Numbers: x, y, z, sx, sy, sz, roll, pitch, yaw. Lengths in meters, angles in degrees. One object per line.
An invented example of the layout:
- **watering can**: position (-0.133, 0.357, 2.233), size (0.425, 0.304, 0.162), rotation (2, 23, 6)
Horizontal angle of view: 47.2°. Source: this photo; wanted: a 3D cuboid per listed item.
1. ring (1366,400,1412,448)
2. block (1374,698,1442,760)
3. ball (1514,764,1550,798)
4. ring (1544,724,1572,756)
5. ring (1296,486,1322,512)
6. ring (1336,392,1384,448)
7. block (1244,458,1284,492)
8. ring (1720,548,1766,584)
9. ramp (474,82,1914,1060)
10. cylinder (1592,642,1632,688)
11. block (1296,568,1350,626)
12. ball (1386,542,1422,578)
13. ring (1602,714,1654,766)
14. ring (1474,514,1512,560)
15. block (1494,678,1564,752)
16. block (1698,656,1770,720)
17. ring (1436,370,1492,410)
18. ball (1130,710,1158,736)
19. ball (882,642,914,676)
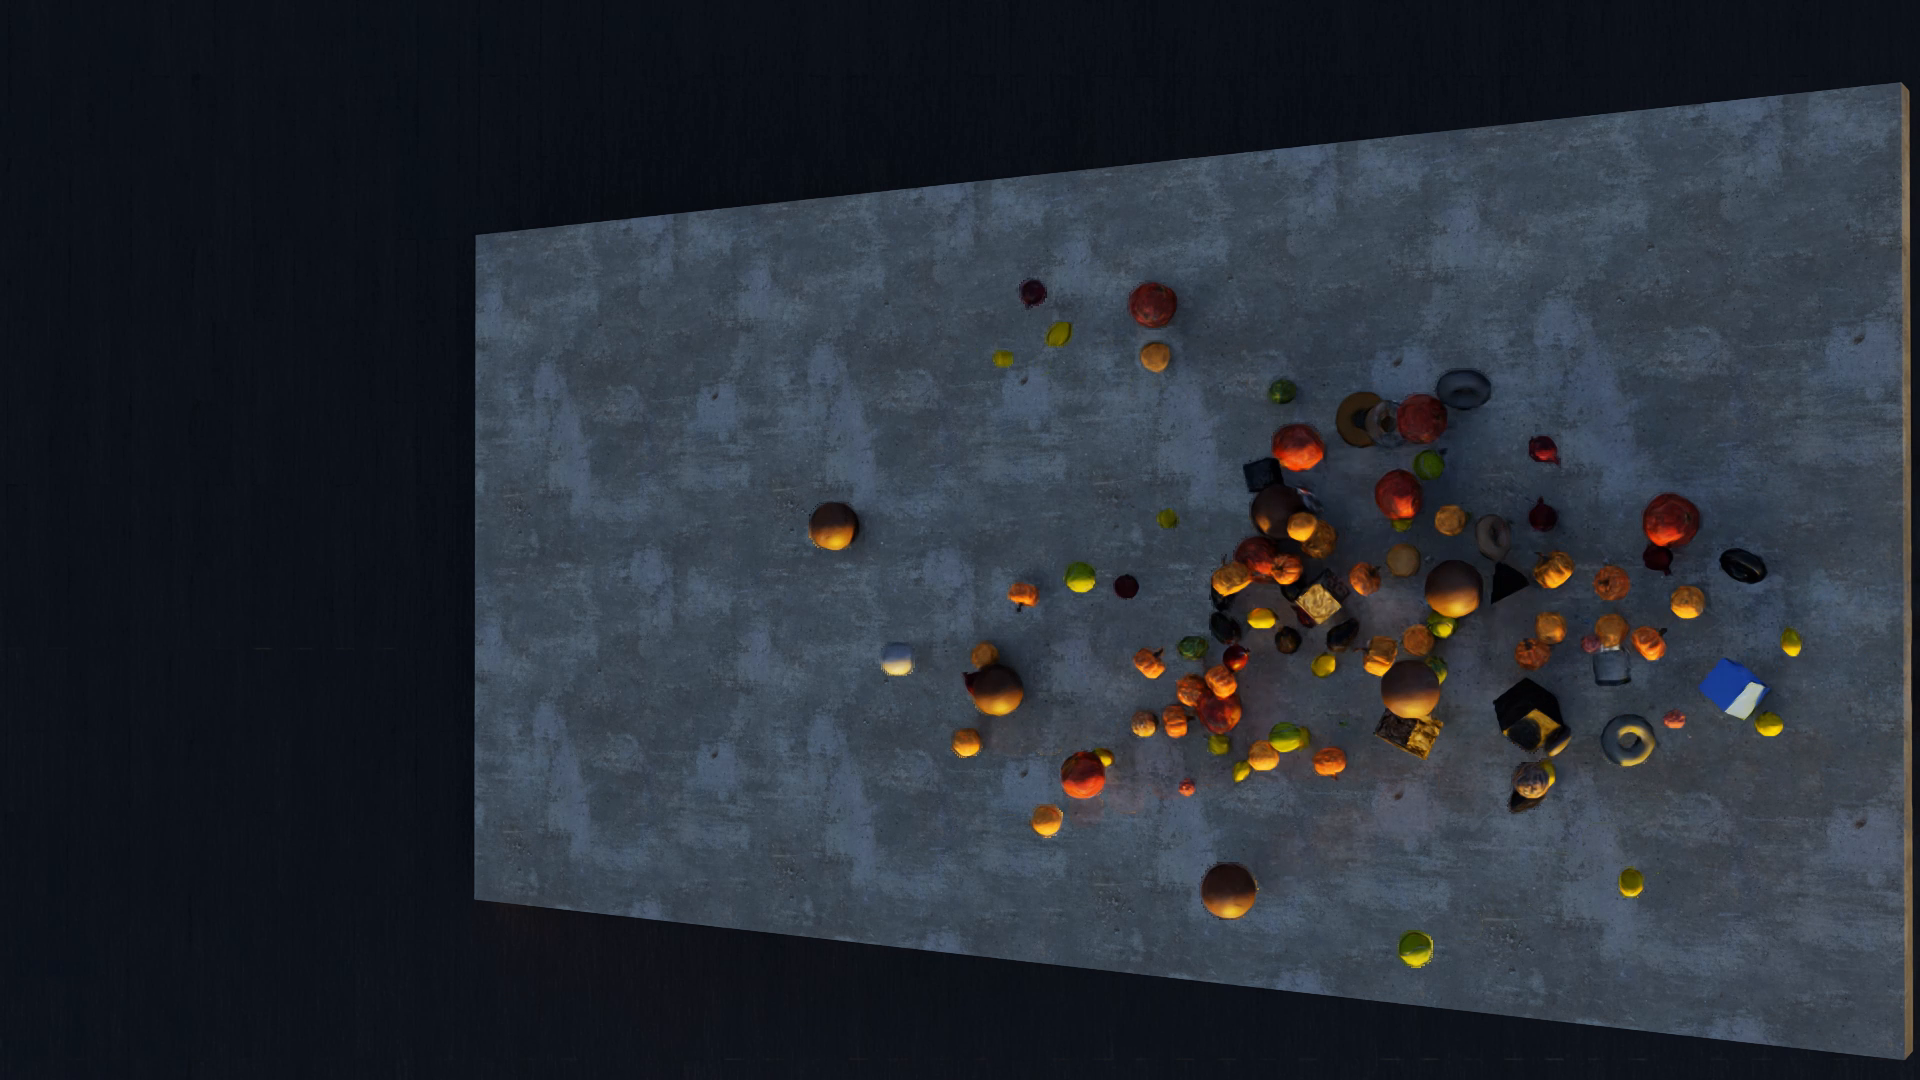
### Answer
- **ring**: position (0.982, -0.265, 5.038), size (0.111, 0.037, 0.111), rotation (1, 84, -5)
- **block**: position (1.011, 0.426, 4.960), size (0.092, 0.092, 0.092), rotation (29, 87, -42)
- **ball**: position (1.247, 0.526, 4.798), size (0.077, 0.077, 0.077), rotation (0, 89, 0)
- **ring**: position (1.312, 0.439, 4.823), size (0.026, 0.078, 0.078), rotation (34, 90, 0)
- **ring**: position (0.802, -0.095, 5.059), size (0.078, 0.078, 0.026), rotation (45, 101, 0)
- **ring**: position (0.934, -0.279, 5.098), size (0.130, 0.043, 0.130), rotation (-1, 89, 31)
- **block**: position (0.720, -0.154, 5.219), size (0.063, 0.063, 0.063), rotation (-18, 80, 31)
- **ring**: position (1.645, 0.055, 4.621), size (0.098, 0.098, 0.033), rotation (36, 71, 0)
- **ramp**: position (0.261, 0.072, 5.602), size (4.000, 0.100, 2.000), rotation (0, 89, 32)
- **cylinder**: position (1.412, 0.270, 4.766), size (0.076, 0.076, 0.076), rotation (-1, 112, 0)
- **block**: position (0.843, 0.131, 5.103), size (0.079, 0.079, 0.079), rotation (45, 124, 0)
- **ball**: position (1.011, 0.047, 5.007), size (0.081, 0.081, 0.081), rotation (0, 89, 0)
- **ring**: position (1.436, 0.430, 4.728), size (0.115, 0.038, 0.115), rotation (0, 102, -2)
- **ring**: position (1.189, -0.006, 4.903), size (0.106, 0.035, 0.106), rotation (11, 72, -35)
- **block**: position (1.250, 0.383, 4.831), size (0.097, 0.097, 0.097), rotation (31, 124, -25)
- **block**: position (1.620, 0.311, 4.603), size (0.084, 0.084, 0.084), rotation (17, 114, -40)
- **ring**: position (1.131, -0.338, 4.938), size (0.122, 0.122, 0.041), rotation (11, 58, 0)
- **ball**: position (0.451, 0.448, 5.380), size (0.067, 0.067, 0.067), rotation (0, 89, 0)
- **ball**: position (-0.163, 0.311, 5.756), size (0.085, 0.085, 0.085), rotation (0, 89, 0)
